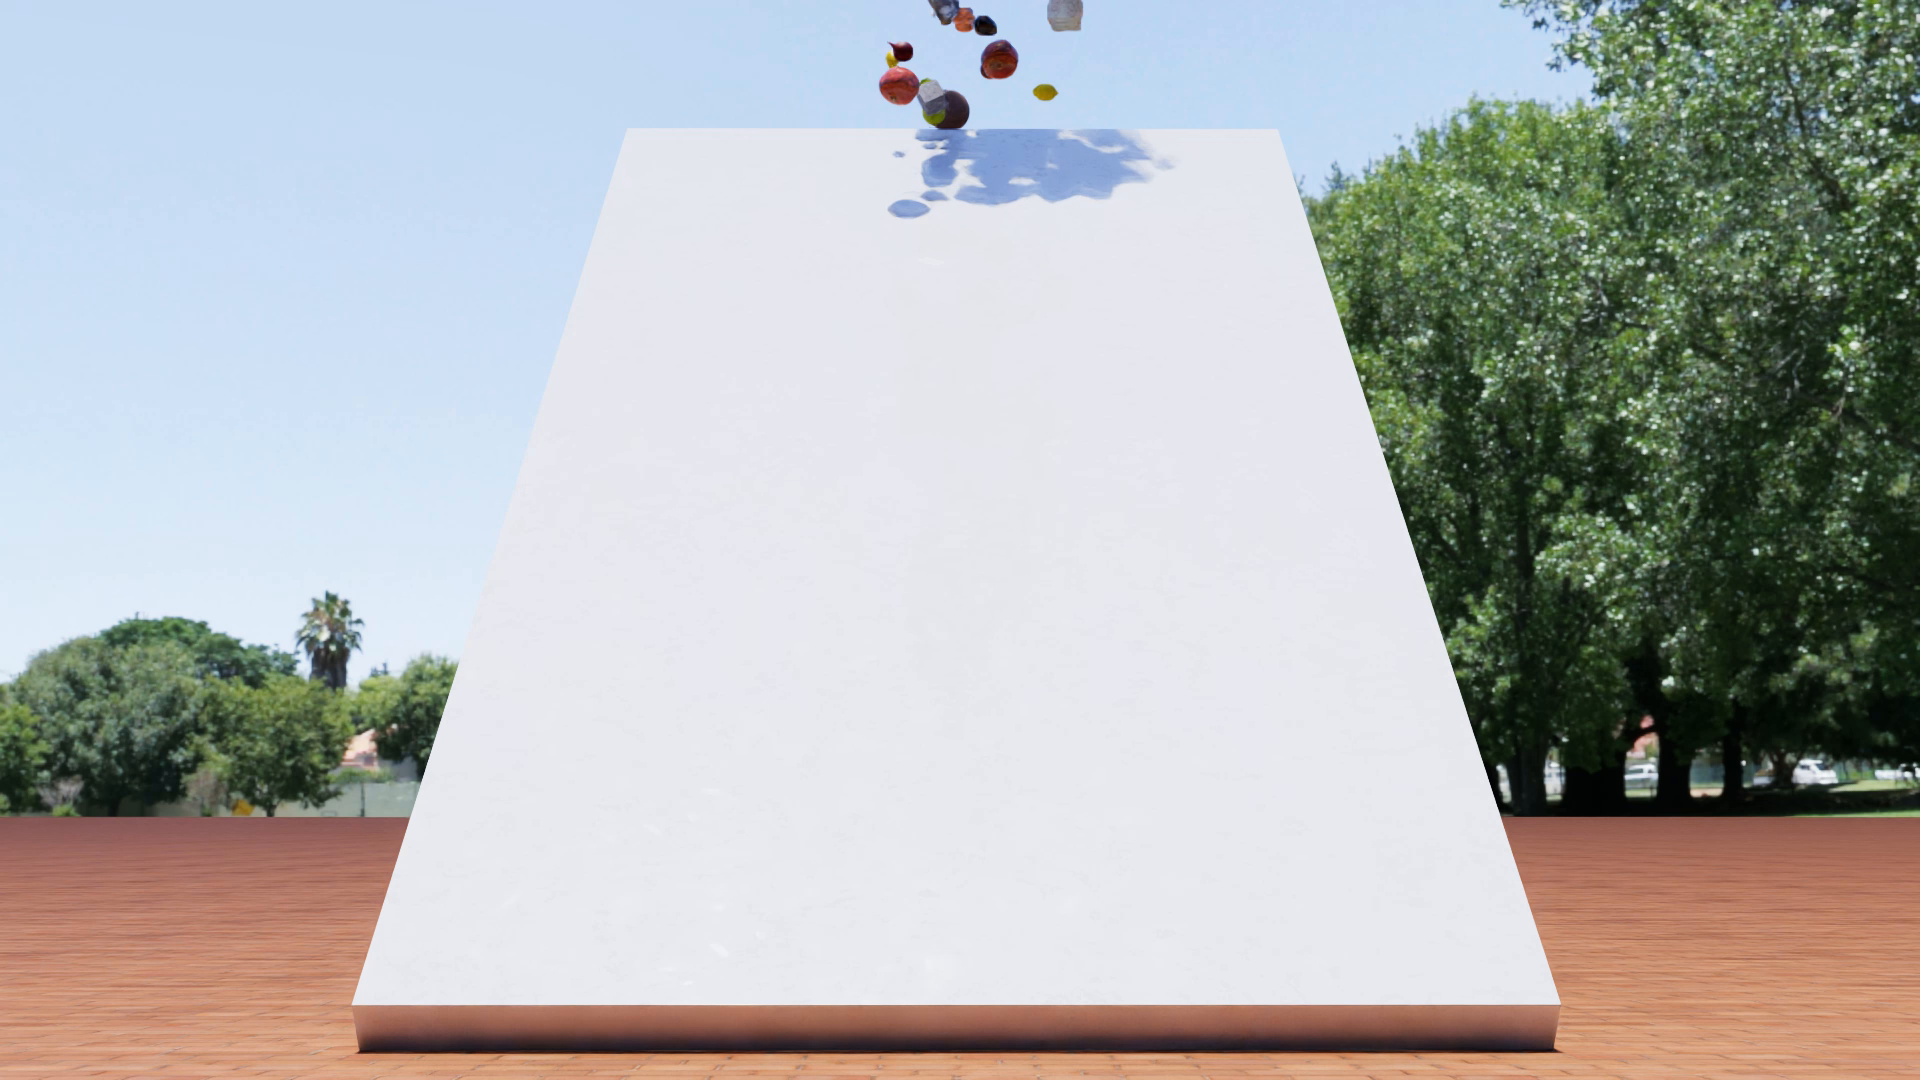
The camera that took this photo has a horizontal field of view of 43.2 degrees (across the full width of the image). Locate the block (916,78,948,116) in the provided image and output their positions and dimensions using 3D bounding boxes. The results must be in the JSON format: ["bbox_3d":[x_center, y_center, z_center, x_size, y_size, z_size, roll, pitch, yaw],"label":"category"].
[{"bbox_3d":[-0.084,-1.298,7.114,0.066,0.066,0.066,-25,-27,-7],"label":"block"}]

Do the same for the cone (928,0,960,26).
[{"bbox_3d":[-0.065,-1.624,7.361,0.092,0.092,0.092,24,-19,-32],"label":"cone"}]

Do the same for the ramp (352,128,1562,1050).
[{"bbox_3d":[-0.014,-0.205,5.756,2.000,0.100,4.000,0,31,0],"label":"ramp"}]

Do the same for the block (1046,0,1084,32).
[{"bbox_3d":[0.310,-1.557,7.131,0.086,0.086,0.086,2,-15,14],"label":"block"}]
